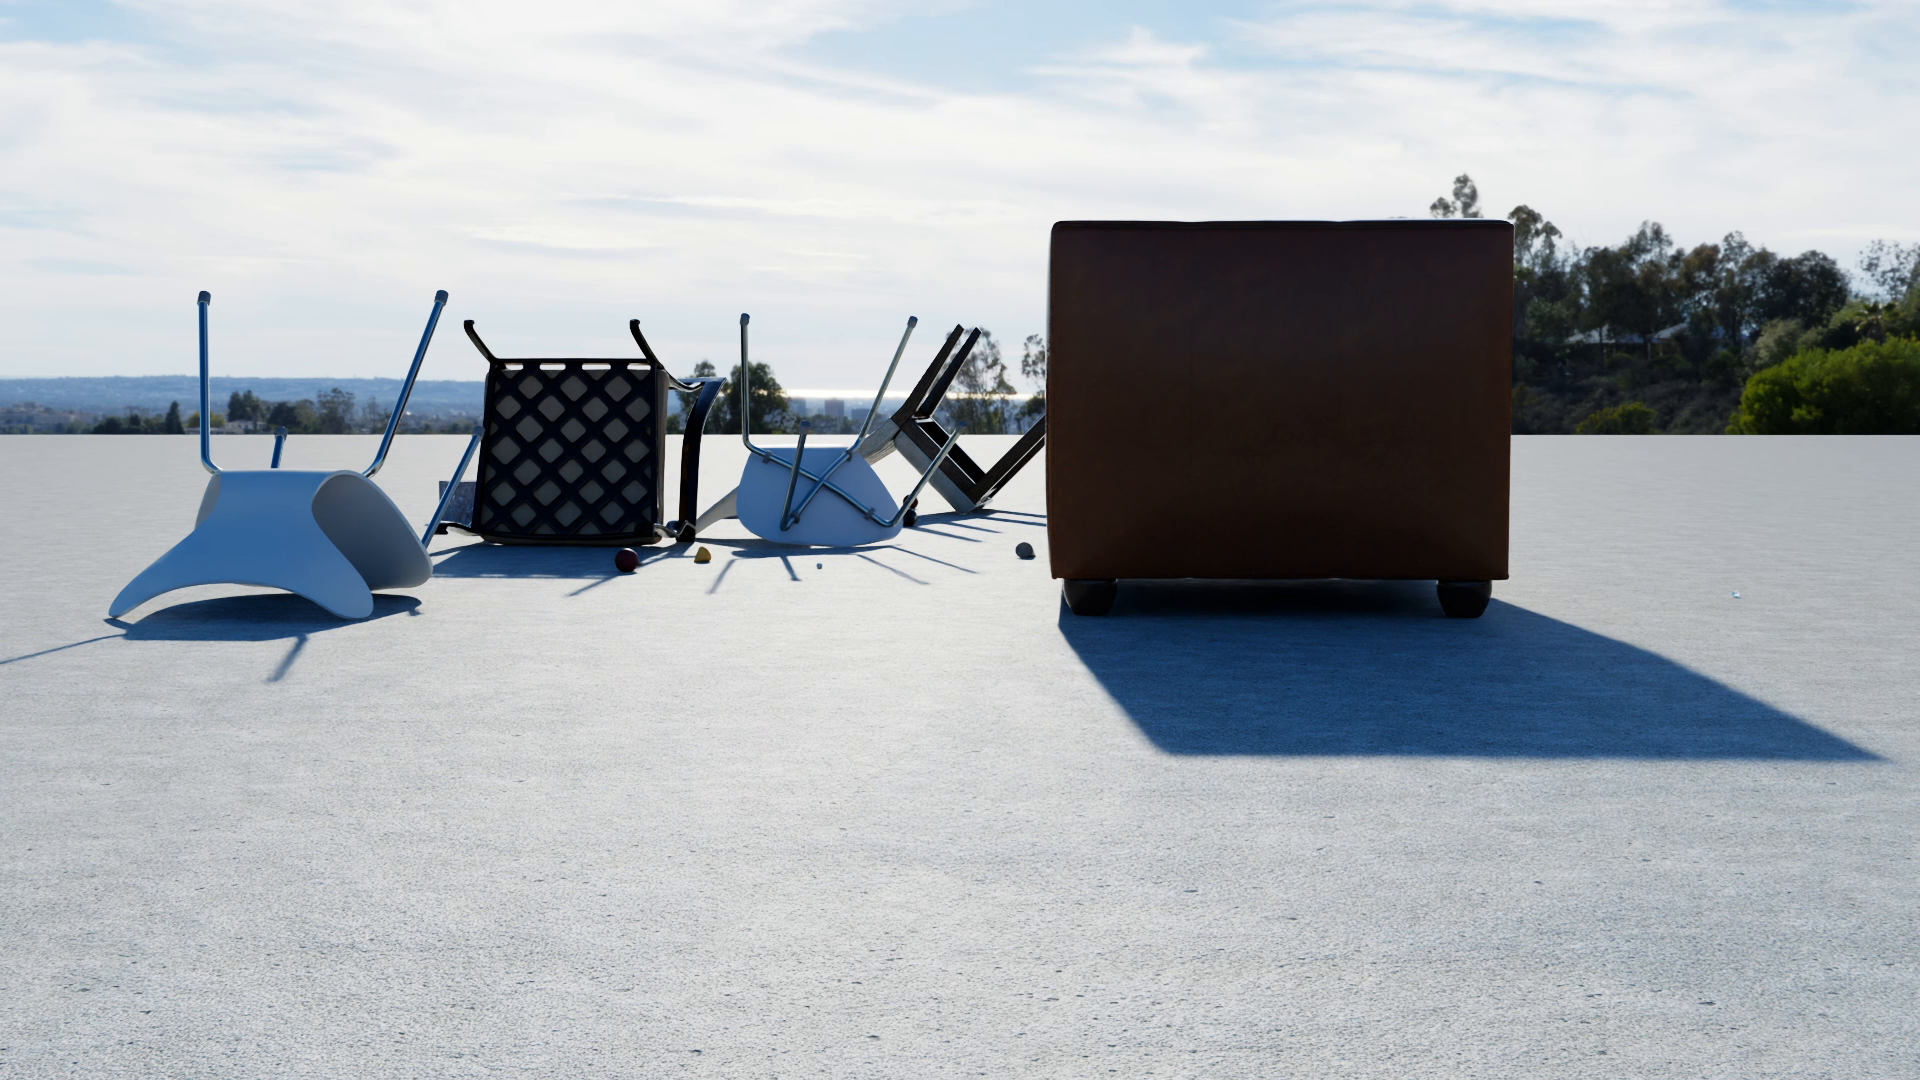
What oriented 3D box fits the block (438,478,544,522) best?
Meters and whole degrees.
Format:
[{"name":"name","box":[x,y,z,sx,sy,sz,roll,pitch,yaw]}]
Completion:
[{"name":"block","box":[-1.611,-0.138,7.573,0.328,0.136,0.136,-3,5,-37]}]

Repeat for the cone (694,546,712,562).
[{"name":"cone","box":[-0.678,0.047,5.710,0.046,0.045,0.046,27,45,26]}]

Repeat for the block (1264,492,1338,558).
[{"name":"block","box":[0.922,-0.042,5.956,0.187,0.165,0.187,0,4,6]}]

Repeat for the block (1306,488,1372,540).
[{"name":"block","box":[1.139,-0.079,6.607,0.135,0.148,0.175,3,5,36]}]

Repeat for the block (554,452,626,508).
[{"name":"block","box":[-1.411,-0.229,8.386,0.224,0.205,0.149,3,5,35]}]

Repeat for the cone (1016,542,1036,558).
[{"name":"cone","box":[0.188,0.035,5.879,0.054,0.044,0.067,10,-9,34]}]
